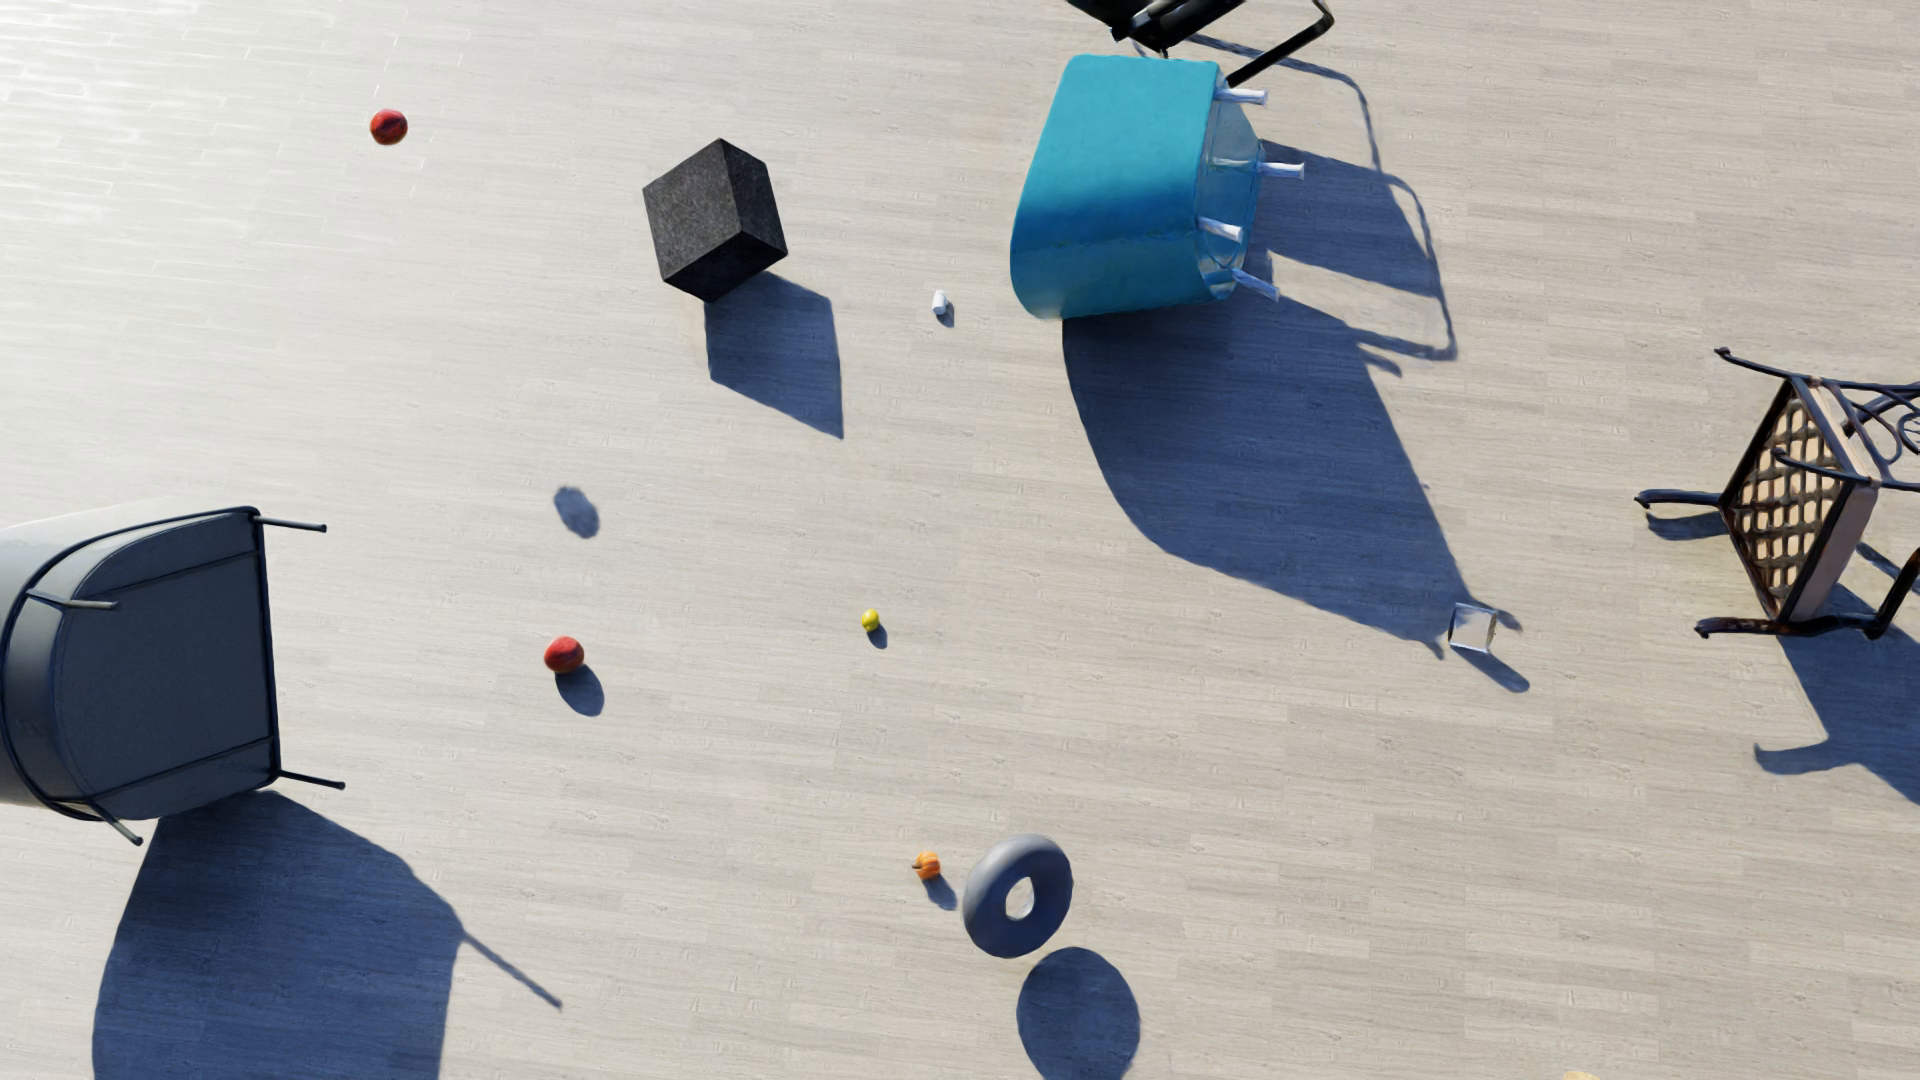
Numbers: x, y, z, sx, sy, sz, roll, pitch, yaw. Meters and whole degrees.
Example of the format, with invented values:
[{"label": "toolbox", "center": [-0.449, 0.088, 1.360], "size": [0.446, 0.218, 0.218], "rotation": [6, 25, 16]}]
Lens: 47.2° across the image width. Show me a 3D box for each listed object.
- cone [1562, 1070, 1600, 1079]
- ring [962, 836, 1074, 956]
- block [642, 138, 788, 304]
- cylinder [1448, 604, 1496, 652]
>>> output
[{"label": "cone", "center": [1.573, 1.445, 5.477], "size": [0.118, 0.179, 0.245], "rotation": [-34, 47, -32]}, {"label": "ring", "center": [0.152, 0.927, 5.721], "size": [0.337, 0.326, 0.110], "rotation": [-46, 34, -17]}, {"label": "block", "center": [-0.780, -1.013, 6.990], "size": [0.334, 0.231, 0.353], "rotation": [-27, 64, 26]}, {"label": "cylinder", "center": [1.474, 0.253, 6.327], "size": [0.118, 0.046, 0.121], "rotation": [14, 96, 37]}]
